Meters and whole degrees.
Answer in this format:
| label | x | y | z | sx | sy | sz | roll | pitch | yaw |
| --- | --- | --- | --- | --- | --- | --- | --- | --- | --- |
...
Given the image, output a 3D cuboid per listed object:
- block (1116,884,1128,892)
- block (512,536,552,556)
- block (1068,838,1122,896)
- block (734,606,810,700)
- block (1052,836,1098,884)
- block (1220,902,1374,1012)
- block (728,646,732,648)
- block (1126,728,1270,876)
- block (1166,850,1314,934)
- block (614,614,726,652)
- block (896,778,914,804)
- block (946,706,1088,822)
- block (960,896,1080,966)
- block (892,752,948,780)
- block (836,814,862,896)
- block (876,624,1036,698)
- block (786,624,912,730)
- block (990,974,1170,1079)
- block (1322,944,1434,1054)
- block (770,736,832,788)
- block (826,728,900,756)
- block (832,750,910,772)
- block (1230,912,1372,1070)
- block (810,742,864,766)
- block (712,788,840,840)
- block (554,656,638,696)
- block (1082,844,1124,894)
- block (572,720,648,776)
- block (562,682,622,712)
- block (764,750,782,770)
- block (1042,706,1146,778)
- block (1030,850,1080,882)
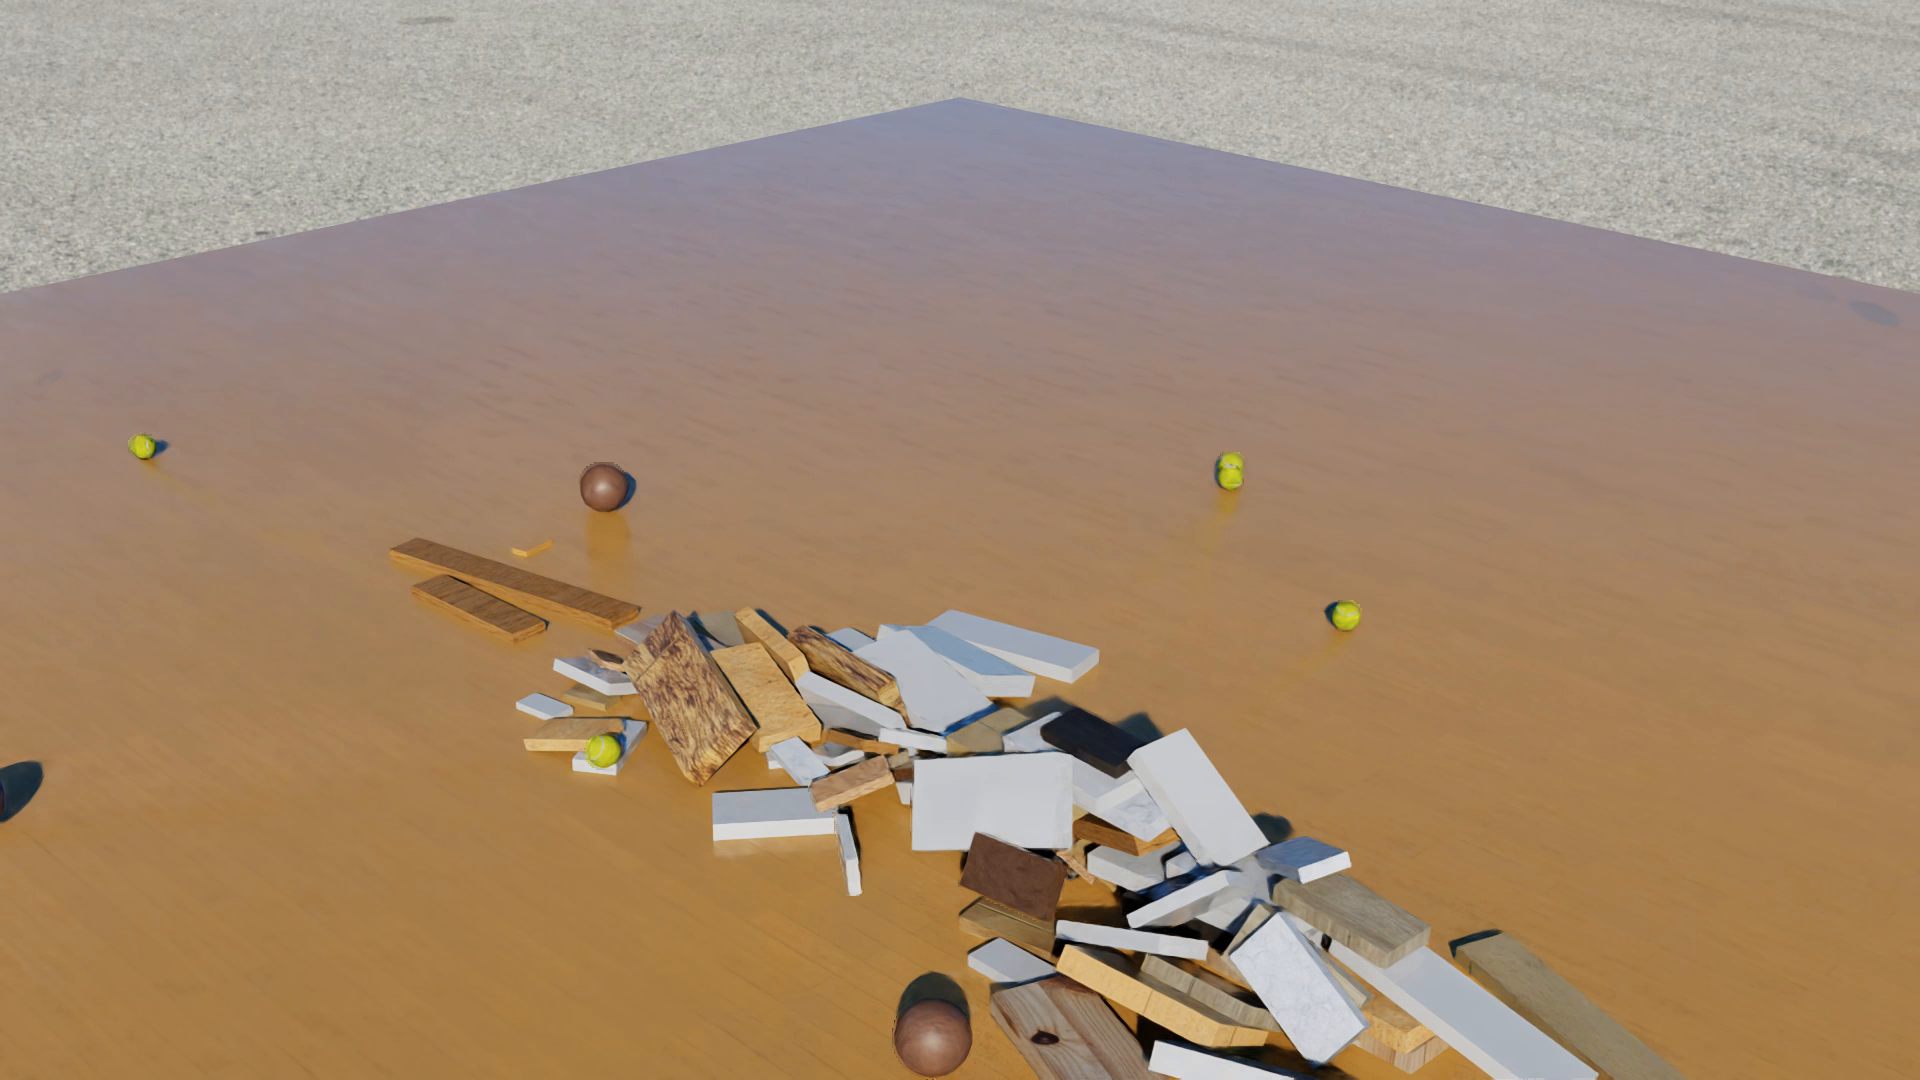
| label | x | y | z | sx | sy | sz | roll | pitch | yaw |
| --- | --- | --- | --- | --- | --- | --- | --- | --- | --- |
| block | 0.310 | 0.627 | 4.155 | 0.128 | 0.018 | 0.064 | 38 | 41 | 13 |
| block | -1.110 | 0.016 | 5.706 | 0.049 | 0.014 | 0.099 | 13 | 26 | 28 |
| block | 0.275 | 0.618 | 4.202 | 0.128 | 0.018 | 0.064 | 40 | 42 | 15 |
| block | -0.409 | 0.267 | 4.940 | 0.041 | 0.144 | 0.287 | -30 | 33 | -18 |
| block | 0.223 | 0.591 | 4.248 | 0.160 | 0.023 | 0.080 | 39 | 41 | 24 |
| block | 0.571 | 0.743 | 3.738 | 0.245 | 0.122 | 0.035 | 40 | 16 | 29 |
| block | -0.487 | 0.333 | 4.851 | 0.132 | 0.037 | 0.264 | -17 | 40 | -36 |
| block | 0.431 | 0.475 | 3.984 | 0.132 | 0.037 | 0.264 | -19 | 64 | -36 |
| block | 0.522 | 0.618 | 3.926 | 0.144 | 0.041 | 0.287 | -19 | 28 | -38 |
| block | -0.659 | 0.245 | 5.041 | 0.132 | 0.037 | 0.264 | -20 | 30 | -39 |
| block | 0.039 | 0.479 | 4.397 | 0.165 | 0.047 | 0.330 | -22 | 10 | -38 |
| block | 0.146 | 0.431 | 4.239 | 0.165 | 0.047 | 0.330 | -23 | 34 | -38 |
| block | 0.111 | 0.714 | 4.041 | 0.203 | 0.029 | 0.102 | 16 | 28 | 33 |
| block | -0.103 | 0.468 | 4.515 | 0.084 | 0.024 | 0.167 | -22 | 5 | -41 |
| block | -0.215 | 0.604 | 4.225 | 0.023 | 0.082 | 0.164 | -8 | 25 | -7 |
| block | -0.012 | 0.272 | 4.985 | 0.174 | 0.049 | 0.347 | 5 | 14 | -45 |
| block | -0.239 | 0.319 | 4.782 | 0.048 | 0.171 | 0.342 | -35 | 37 | -24 |
| block | 0.197 | 0.851 | 3.694 | 0.167 | 0.047 | 0.334 | -10 | 25 | -22 |
| block | 0.692 | 0.770 | 3.783 | 0.149 | 0.042 | 0.299 | -19 | 30 | -38 |
| block | -0.335 | 0.465 | 4.603 | 0.068 | 0.019 | 0.137 | -18 | 39 | -30 |
| block | -0.202 | 0.418 | 4.553 | 0.084 | 0.024 | 0.167 | 11 | -2 | -30 |
| block | -0.188 | 0.458 | 4.574 | 0.084 | 0.024 | 0.167 | -22 | 11 | -34 |
| block | 0.570 | 0.757 | 3.694 | 0.034 | 0.118 | 0.237 | 11 | 37 | -56 |
| block | -0.265 | 0.448 | 4.616 | 0.068 | 0.019 | 0.137 | -20 | 11 | -29 |
| block | -0.370 | 0.549 | 4.421 | 0.252 | 0.036 | 0.126 | -3 | 23 | -6 |
| block | -0.818 | 0.307 | 4.967 | 0.193 | 0.027 | 0.096 | 19 | 12 | 38 |
| block | 0.300 | 0.627 | 4.178 | 0.128 | 0.018 | 0.064 | 39 | 41 | 14 |
| block | -0.746 | 0.439 | 4.691 | 0.096 | 0.027 | 0.192 | 5 | 23 | 11 |
| block | -0.823 | 0.350 | 4.914 | 0.117 | 0.017 | 0.058 | 12 | 26 | 26 |
| block | -0.386 | 0.444 | 4.689 | 0.068 | 0.019 | 0.137 | -6 | 24 | -13 |
| block | 0.252 | 0.376 | 4.087 | 0.095 | 0.027 | 0.190 | -27 | 37 | -36 |
| block | 0.182 | 0.612 | 4.290 | 0.160 | 0.023 | 0.080 | 20 | 30 | 39 |
